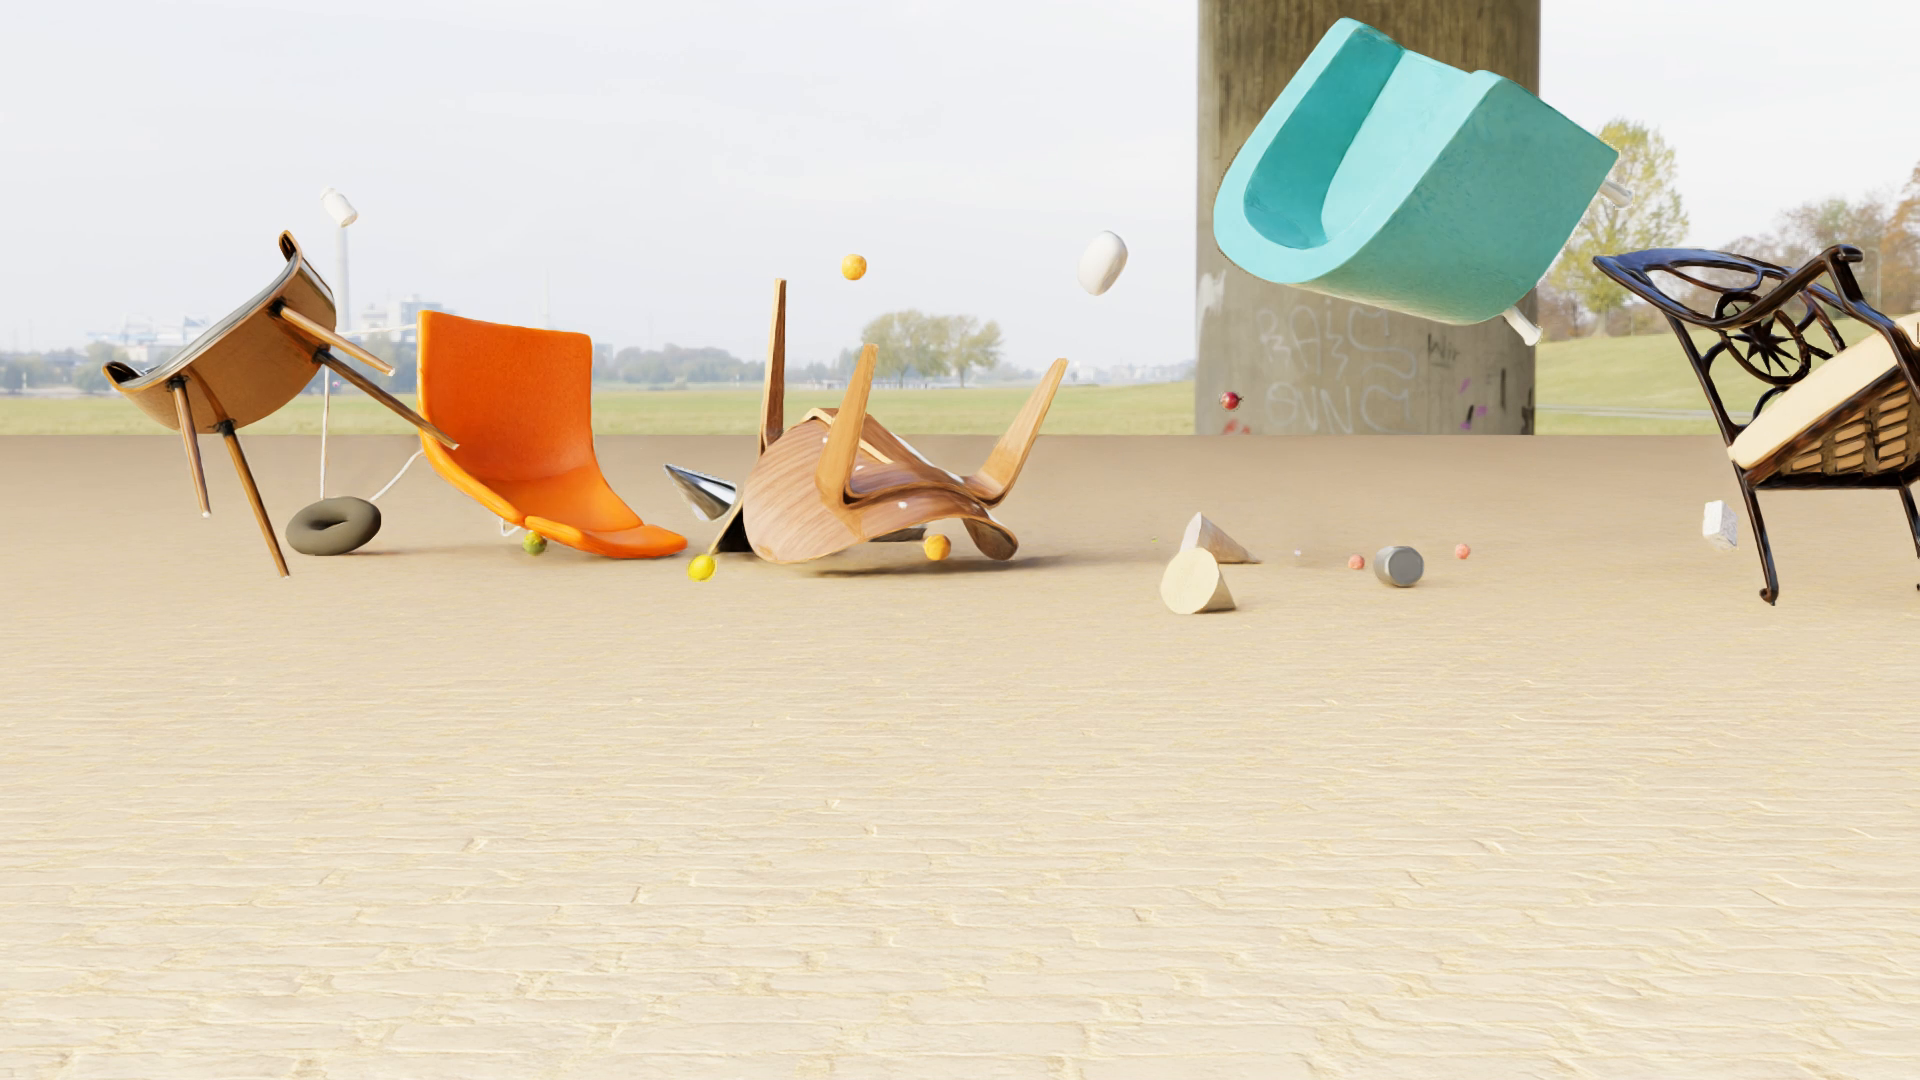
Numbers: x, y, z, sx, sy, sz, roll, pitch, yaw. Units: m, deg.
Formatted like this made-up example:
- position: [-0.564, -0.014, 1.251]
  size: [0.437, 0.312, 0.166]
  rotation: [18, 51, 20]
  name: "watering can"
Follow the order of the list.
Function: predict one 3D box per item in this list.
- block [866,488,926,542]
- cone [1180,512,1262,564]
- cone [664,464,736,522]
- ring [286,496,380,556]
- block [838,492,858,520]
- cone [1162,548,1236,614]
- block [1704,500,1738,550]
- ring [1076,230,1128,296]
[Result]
- position: [-0.189, -0.075, 6.472]
  size: [0.158, 0.131, 0.094]
  rotation: [-1, -24, -12]
  name: "block"
- position: [0.686, 0.026, 5.654]
  size: [0.201, 0.130, 0.161]
  rotation: [20, 21, -8]
  name: "cone"
- position: [-0.884, -0.186, 7.192]
  size: [0.218, 0.150, 0.314]
  rotation: [37, -10, -24]
  name: "cone"
- position: [-1.693, -0.037, 5.942]
  size: [0.285, 0.075, 0.203]
  rotation: [-2, 42, 20]
  name: "ring"
- position: [-0.388, -0.119, 7.629]
  size: [0.071, 0.090, 0.159]
  rotation: [0, 4, -4]
  name: "block"
- position: [0.514, 0.111, 4.450]
  size: [0.151, 0.139, 0.160]
  rotation: [29, 12, -36]
  name: "cone"
- position: [1.911, -0.036, 5.522]
  size: [0.045, 0.093, 0.086]
  rotation: [-14, -38, 44]
  name: "block"
- position: [0.474, -0.923, 7.339]
  size: [0.156, 0.113, 0.335]
  rotation: [-40, -10, -19]
  name: "ring"
